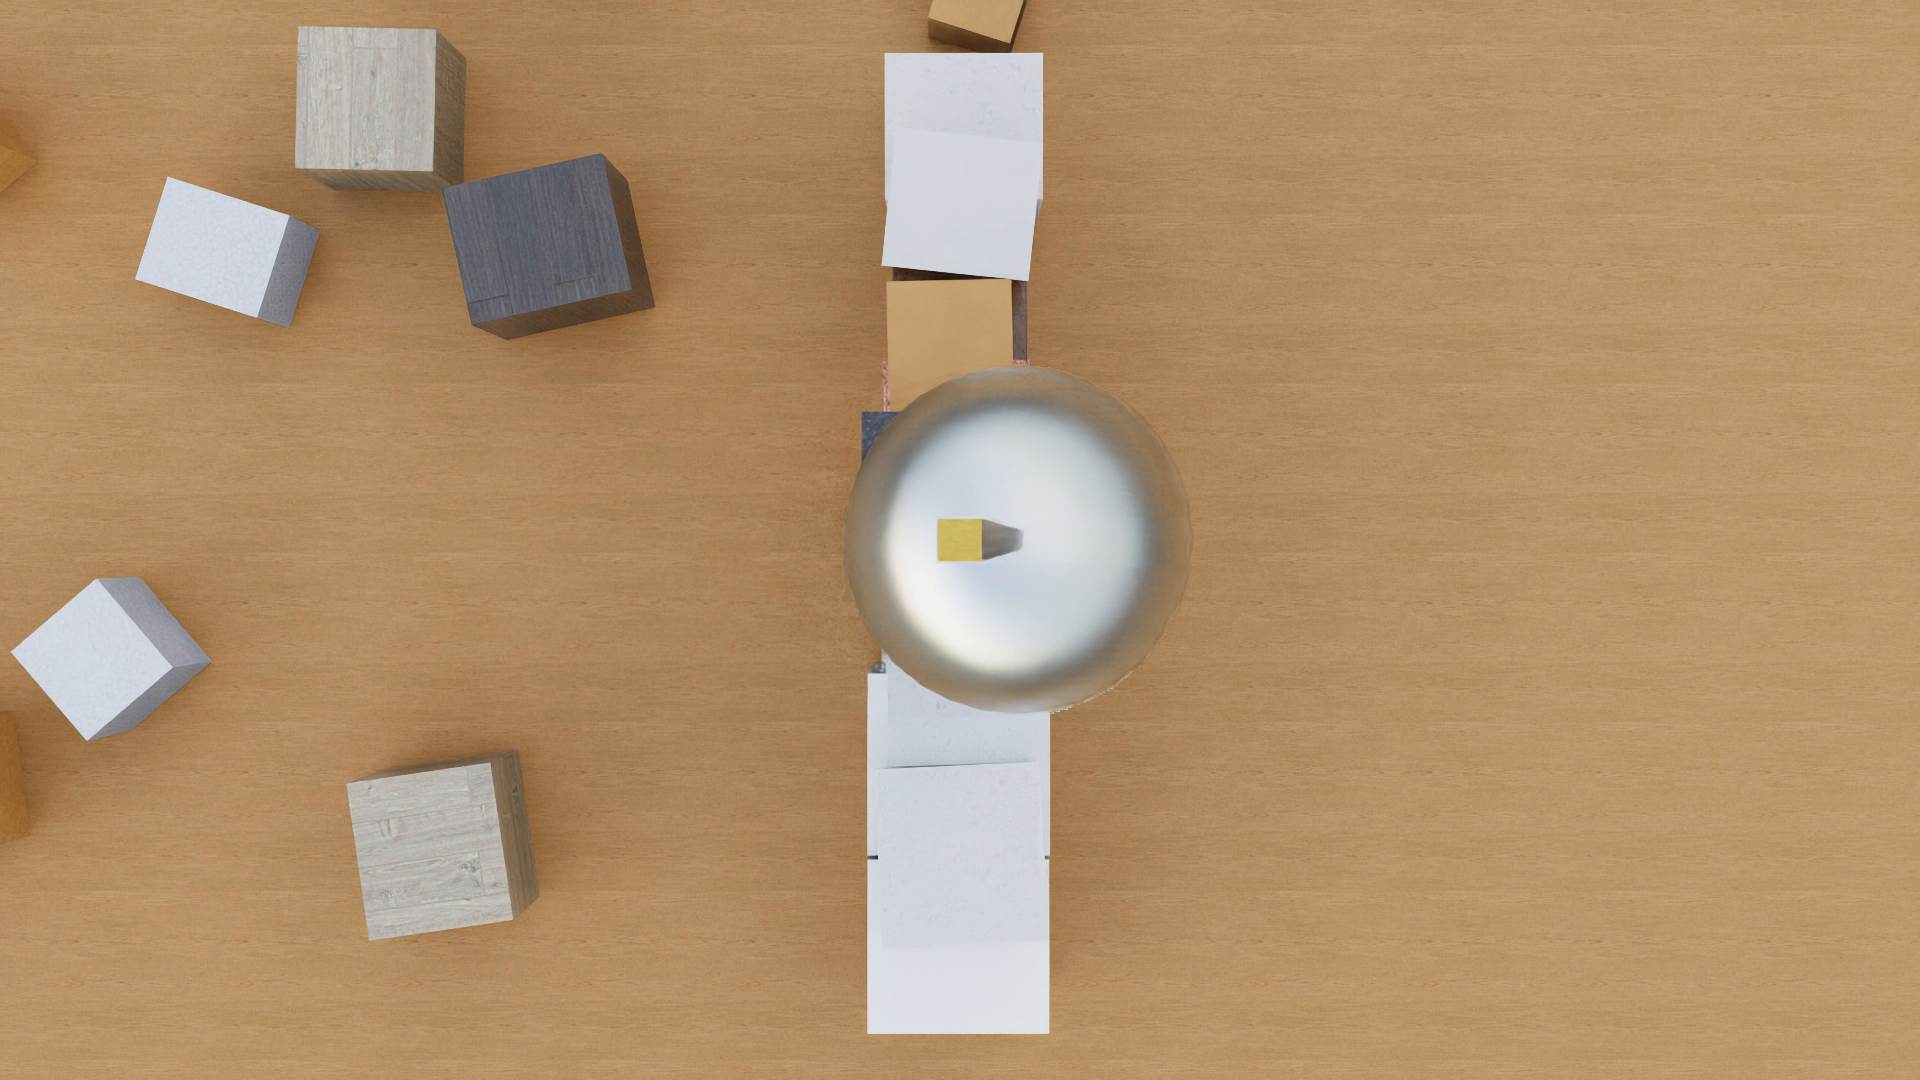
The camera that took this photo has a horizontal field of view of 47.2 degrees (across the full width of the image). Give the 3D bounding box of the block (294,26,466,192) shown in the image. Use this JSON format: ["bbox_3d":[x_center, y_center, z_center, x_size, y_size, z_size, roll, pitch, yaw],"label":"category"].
[{"bbox_3d":[-3.314,-2.460,12.629,0.769,0.742,0.791,1,90,0],"label":"block"}]

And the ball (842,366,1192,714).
[{"bbox_3d":[0.261,0.000,10.098,1.600,1.600,1.600,0,90,0],"label":"ball"}]

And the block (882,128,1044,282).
[{"bbox_3d":[0.011,-1.779,11.748,0.766,0.744,0.710,6,97,-1],"label":"block"}]

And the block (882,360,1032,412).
[{"bbox_3d":[-0.014,-0.565,12.560,0.817,0.880,0.849,0,90,0],"label":"block"}]

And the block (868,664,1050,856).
[{"bbox_3d":[-0.008,1.227,12.514,0.998,0.972,0.998,0,90,0],"label":"block"}]

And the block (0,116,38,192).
[{"bbox_3d":[-5.857,-2.309,12.708,0.547,0.584,0.625,-39,90,0],"label":"block"}]

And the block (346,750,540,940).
[{"bbox_3d":[-2.948,1.733,12.613,0.808,0.774,0.883,-8,90,0],"label":"block"}]

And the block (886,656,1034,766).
[{"bbox_3d":[-0.004,0.757,11.612,0.735,0.830,0.805,-2,87,0],"label":"block"}]

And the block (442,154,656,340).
[{"bbox_3d":[-2.323,-1.653,12.534,0.902,0.933,0.767,-12,90,0],"label":"block"}]

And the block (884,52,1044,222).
[{"bbox_3d":[0.022,-2.279,12.556,0.870,0.889,0.806,0,90,0],"label":"block"}]

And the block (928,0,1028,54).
[{"bbox_3d":[0.131,-3.154,12.753,0.490,0.494,0.536,18,90,0],"label":"block"}]

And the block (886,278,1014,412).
[{"bbox_3d":[-0.051,-0.993,11.762,0.649,0.717,0.702,-1,89,0],"label":"block"}]

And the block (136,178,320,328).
[{"bbox_3d":[-4.216,-1.651,12.700,0.720,0.600,0.605,18,90,0],"label":"block"}]

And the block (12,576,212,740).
[{"bbox_3d":[-4.877,0.672,12.677,0.633,0.647,0.658,-41,90,0],"label":"block"}]

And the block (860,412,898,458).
[{"bbox_3d":[-0.058,-0.144,11.581,0.856,1.044,0.987,-2,88,0],"label":"block"}]

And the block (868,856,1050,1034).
[{"bbox_3d":[-0.009,2.213,12.483,0.988,1.033,0.946,0,90,0],"label":"block"}]

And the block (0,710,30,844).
[{"bbox_3d":[-5.904,1.426,12.657,0.726,0.685,0.740,-8,90,0],"label":"block"}]

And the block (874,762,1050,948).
[{"bbox_3d":[0.006,1.634,11.509,0.836,0.933,0.892,-3,84,0],"label":"block"}]

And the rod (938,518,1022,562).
[{"bbox_3d":[0.113,0.000,6.701,0.080,5.200,0.080,0,90,2],"label":"rod"}]

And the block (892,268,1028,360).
[{"bbox_3d":[0.001,-1.434,12.659,0.753,0.683,0.861,0,90,0],"label":"block"}]

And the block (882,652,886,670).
[{"bbox_3d":[-0.019,0.291,12.551,0.821,0.897,0.855,0,90,0],"label":"block"}]
